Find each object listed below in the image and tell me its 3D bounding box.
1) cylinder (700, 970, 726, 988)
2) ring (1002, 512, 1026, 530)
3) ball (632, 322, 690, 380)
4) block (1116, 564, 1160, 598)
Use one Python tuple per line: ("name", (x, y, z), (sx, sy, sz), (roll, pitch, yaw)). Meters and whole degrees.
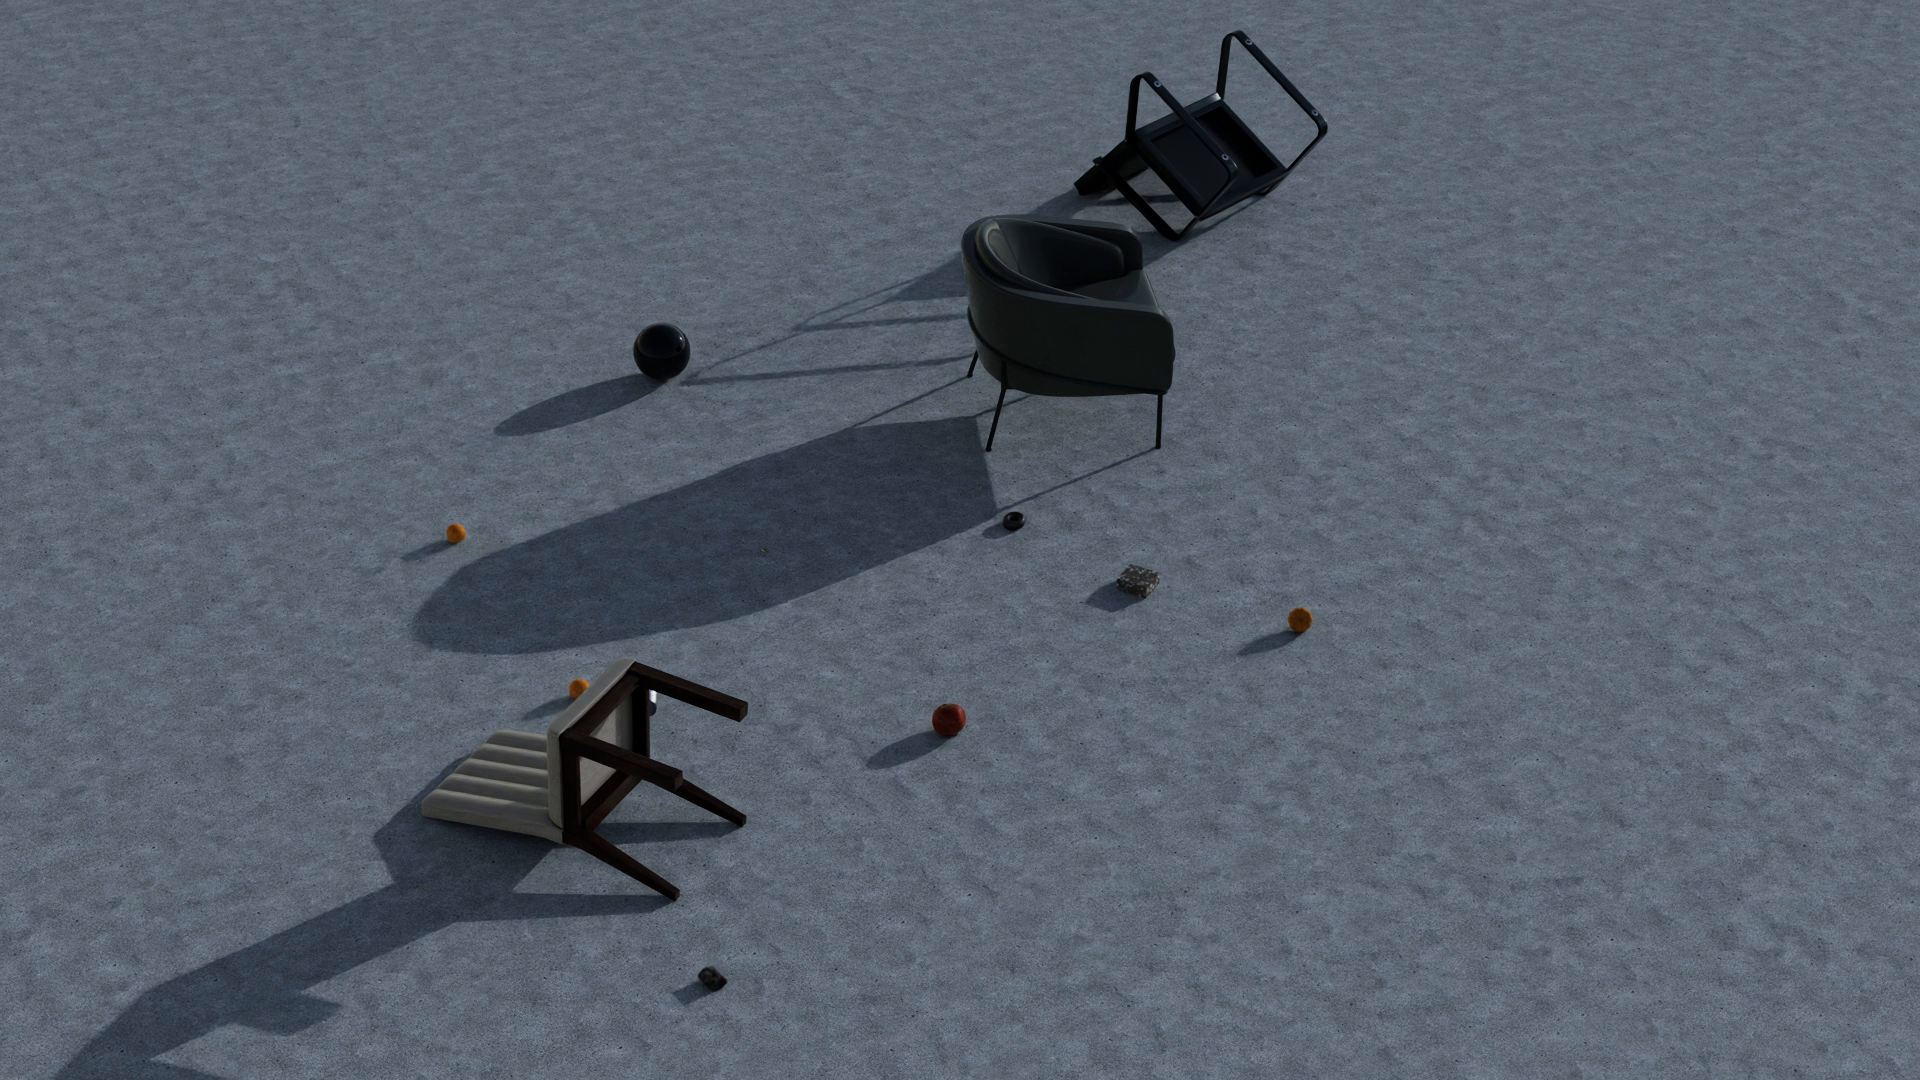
("cylinder", (-0.751, 1.330, 8.892), (0.071, 0.037, 0.059), (-7, 40, 51))
("ring", (0.203, -0.072, 11.023), (0.085, 0.035, 0.101), (13, 36, 17))
("ball", (-1.210, -0.766, 11.894), (0.234, 0.234, 0.234), (0, 33, 0))
("block", (0.649, 0.150, 10.673), (0.119, 0.049, 0.109), (17, 37, 24))
